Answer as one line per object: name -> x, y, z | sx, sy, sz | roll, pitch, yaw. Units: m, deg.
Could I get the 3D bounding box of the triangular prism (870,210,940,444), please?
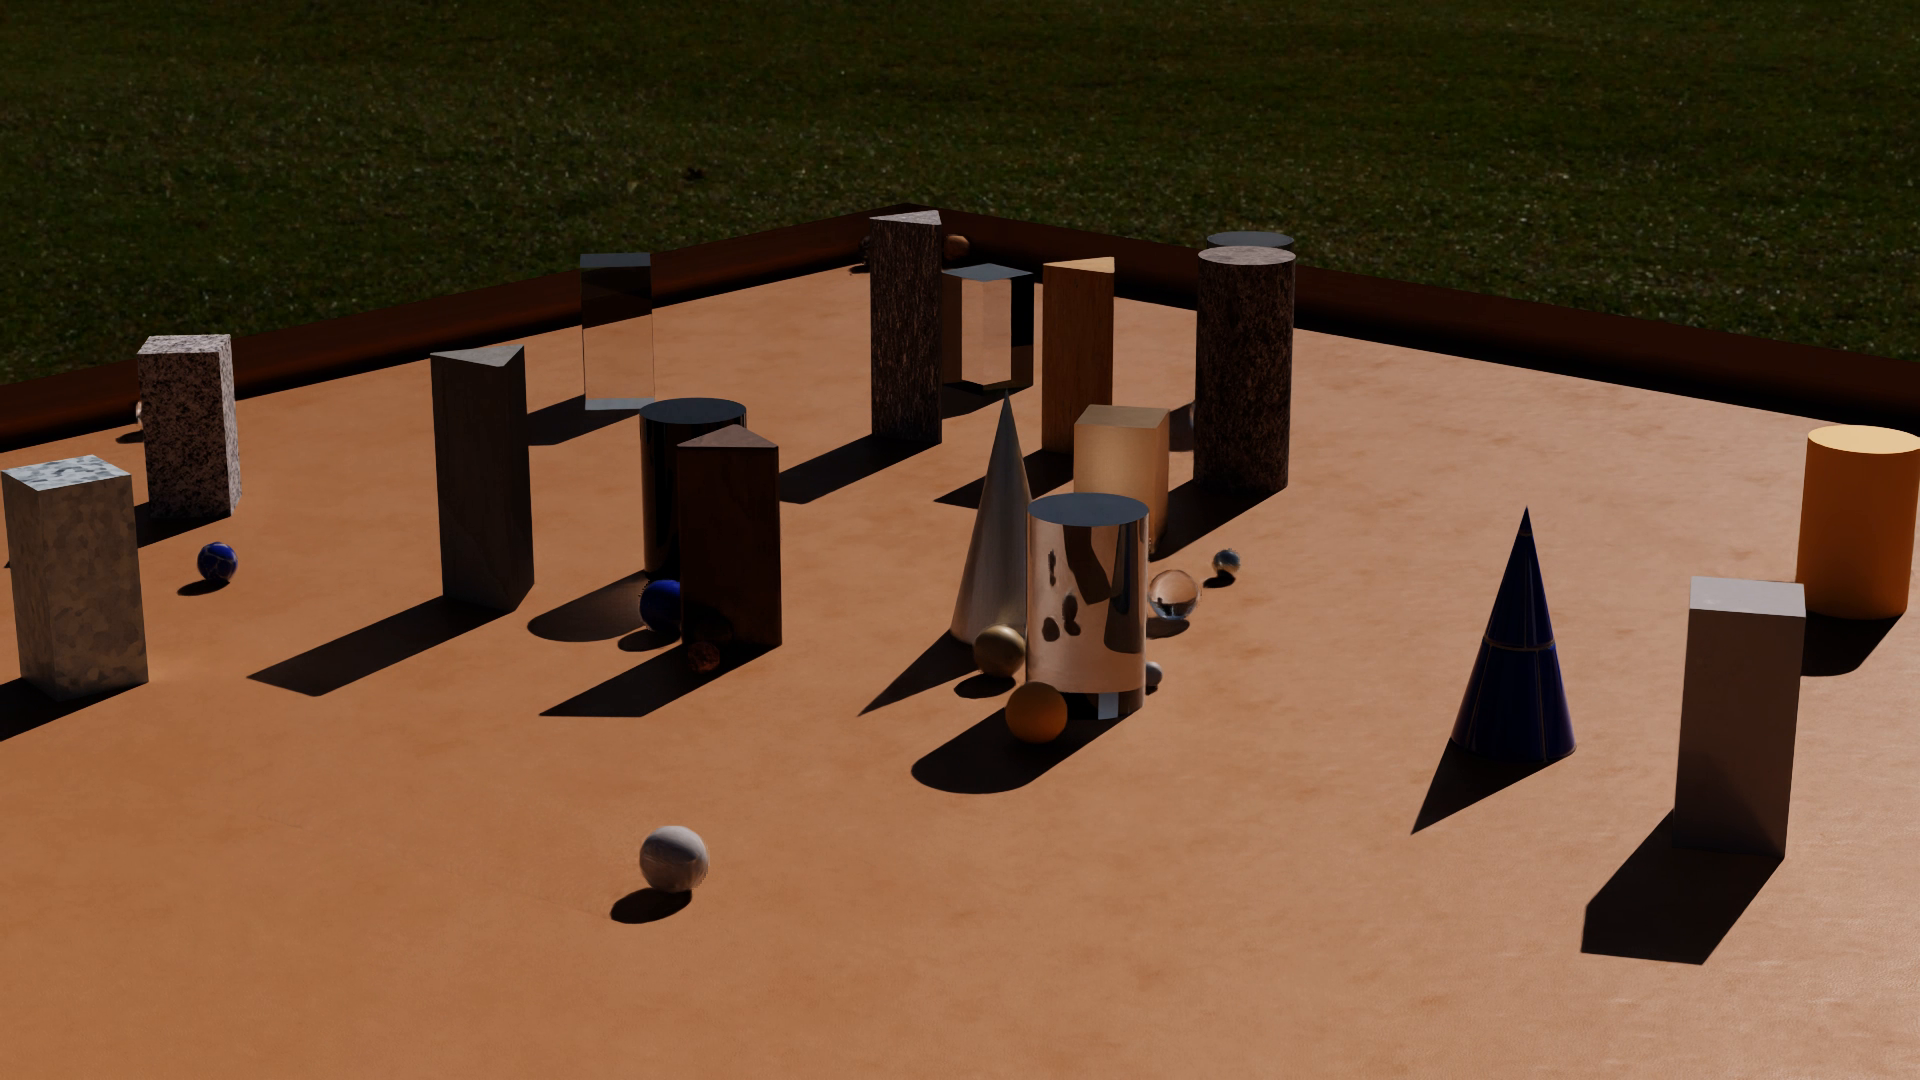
triangular prism -> -0.082, -0.450, 6.132 | 0.163, 0.460, 0.141 | 8, 19, 26

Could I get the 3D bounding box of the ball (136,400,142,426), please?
ball -> -1.696, -0.270, 6.185 | 0.084, 0.084, 0.084 | 0, 17, 0

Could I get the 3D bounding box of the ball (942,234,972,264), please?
ball -> -0.009, -0.783, 7.893 | 0.077, 0.077, 0.077 | 0, 17, 0

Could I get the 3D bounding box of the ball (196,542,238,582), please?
ball -> -1.313, 0.040, 5.183 | 0.071, 0.071, 0.071 | 0, 17, 0

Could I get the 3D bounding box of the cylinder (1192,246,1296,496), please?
cylinder -> 0.556, -0.333, 5.749 | 0.189, 0.457, 0.189 | 0, 17, 0

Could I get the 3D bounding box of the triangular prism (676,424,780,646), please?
triangular prism -> -0.377, -0.009, 4.878 | 0.163, 0.341, 0.141 | 0, 17, 2

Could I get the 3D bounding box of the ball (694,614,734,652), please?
ball -> -0.404, 0.154, 4.815 | 0.066, 0.066, 0.066 | 0, 17, 0

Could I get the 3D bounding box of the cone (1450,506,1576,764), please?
cone -> 0.836, 0.126, 4.376 | 0.189, 0.373, 0.189 | 0, 17, 0

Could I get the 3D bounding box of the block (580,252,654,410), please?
block -> -0.748, -0.457, 6.405 | 0.151, 0.315, 0.151 | -2, 17, -6

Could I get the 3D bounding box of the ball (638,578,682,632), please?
ball -> -0.494, 0.110, 4.918 | 0.090, 0.090, 0.090 | 0, 17, 0

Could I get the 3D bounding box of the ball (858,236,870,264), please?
ball -> -0.229, -0.777, 7.863 | 0.084, 0.084, 0.084 | 0, 17, 0

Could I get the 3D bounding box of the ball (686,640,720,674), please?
ball -> -0.413, 0.189, 4.720 | 0.054, 0.054, 0.054 | 0, 17, 0

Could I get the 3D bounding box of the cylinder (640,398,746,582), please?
cylinder -> -0.470, -0.085, 5.205 | 0.189, 0.298, 0.189 | 0, 17, 0

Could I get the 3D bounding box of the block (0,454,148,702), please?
block -> -1.402, 0.059, 4.647 | 0.151, 0.345, 0.151 | -13, 21, -37

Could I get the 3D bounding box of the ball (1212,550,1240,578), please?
ball -> 0.473, 0.043, 5.208 | 0.050, 0.050, 0.050 | 0, 17, 0

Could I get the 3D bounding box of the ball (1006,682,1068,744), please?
ball -> 0.116, 0.261, 4.412 | 0.094, 0.094, 0.094 | 0, 17, 0

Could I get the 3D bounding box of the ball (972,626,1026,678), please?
ball -> 0.064, 0.179, 4.696 | 0.086, 0.086, 0.086 | 0, 17, 0

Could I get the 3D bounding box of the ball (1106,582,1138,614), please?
ball -> 0.276, 0.099, 5.017 | 0.054, 0.054, 0.054 | 0, 17, 0

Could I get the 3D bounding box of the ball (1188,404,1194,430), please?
ball -> 0.523, -0.258, 6.137 | 0.090, 0.090, 0.090 | 0, 17, 0

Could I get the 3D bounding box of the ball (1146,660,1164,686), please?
ball -> 0.303, 0.213, 4.663 | 0.041, 0.041, 0.041 | 0, 17, 0

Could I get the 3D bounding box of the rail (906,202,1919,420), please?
rail -> 1.465, -0.457, 6.736 | 4.316, 0.122, 0.045 | 14, 22, 39

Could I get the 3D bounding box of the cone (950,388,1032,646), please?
cone -> 0.077, -0.049, 4.870 | 0.189, 0.422, 0.189 | 0, 17, 0

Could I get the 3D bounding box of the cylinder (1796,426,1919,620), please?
cylinder -> 1.542, -0.032, 5.036 | 0.189, 0.293, 0.189 | 0, 17, 0

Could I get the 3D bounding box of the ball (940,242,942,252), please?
ball -> -0.078, -0.799, 7.979 | 0.059, 0.059, 0.059 | 0, 17, 0

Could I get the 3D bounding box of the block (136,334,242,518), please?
block -> -1.471, -0.218, 5.605 | 0.151, 0.321, 0.151 | -2, 17, -5

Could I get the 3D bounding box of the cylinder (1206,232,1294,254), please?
cylinder -> 0.630, -0.481, 6.412 | 0.189, 0.357, 0.189 | 0, 17, 0

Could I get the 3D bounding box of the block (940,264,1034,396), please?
block -> 0.059, -0.472, 6.554 | 0.151, 0.257, 0.151 | -14, 22, -39

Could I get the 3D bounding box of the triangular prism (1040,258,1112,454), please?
triangular prism -> 0.274, -0.378, 6.015 | 0.163, 0.389, 0.141 | 11, 20, 31

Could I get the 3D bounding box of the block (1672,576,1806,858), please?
block -> 1.071, 0.242, 4.039 | 0.151, 0.346, 0.151 | 4, 17, 14

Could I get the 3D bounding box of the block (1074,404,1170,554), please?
block -> 0.298, -0.114, 5.404 | 0.151, 0.236, 0.151 | 4, 17, 13

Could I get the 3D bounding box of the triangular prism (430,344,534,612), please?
triangular prism -> -0.795, -0.114, 5.068 | 0.163, 0.432, 0.141 | 11, 20, 33

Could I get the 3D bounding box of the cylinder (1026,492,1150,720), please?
cylinder -> 0.197, 0.101, 4.565 | 0.189, 0.311, 0.189 | 0, 17, 0

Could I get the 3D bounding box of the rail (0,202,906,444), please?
rail -> -1.612, -0.374, 6.460 | 0.045, 0.122, 4.516 | 14, 22, 39

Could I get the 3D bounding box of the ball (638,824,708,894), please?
ball -> -0.380, 0.423, 3.883 | 0.090, 0.090, 0.090 | 0, 17, 0

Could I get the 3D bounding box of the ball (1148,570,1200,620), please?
ball -> 0.362, 0.094, 4.977 | 0.087, 0.087, 0.087 | 0, 17, 0
